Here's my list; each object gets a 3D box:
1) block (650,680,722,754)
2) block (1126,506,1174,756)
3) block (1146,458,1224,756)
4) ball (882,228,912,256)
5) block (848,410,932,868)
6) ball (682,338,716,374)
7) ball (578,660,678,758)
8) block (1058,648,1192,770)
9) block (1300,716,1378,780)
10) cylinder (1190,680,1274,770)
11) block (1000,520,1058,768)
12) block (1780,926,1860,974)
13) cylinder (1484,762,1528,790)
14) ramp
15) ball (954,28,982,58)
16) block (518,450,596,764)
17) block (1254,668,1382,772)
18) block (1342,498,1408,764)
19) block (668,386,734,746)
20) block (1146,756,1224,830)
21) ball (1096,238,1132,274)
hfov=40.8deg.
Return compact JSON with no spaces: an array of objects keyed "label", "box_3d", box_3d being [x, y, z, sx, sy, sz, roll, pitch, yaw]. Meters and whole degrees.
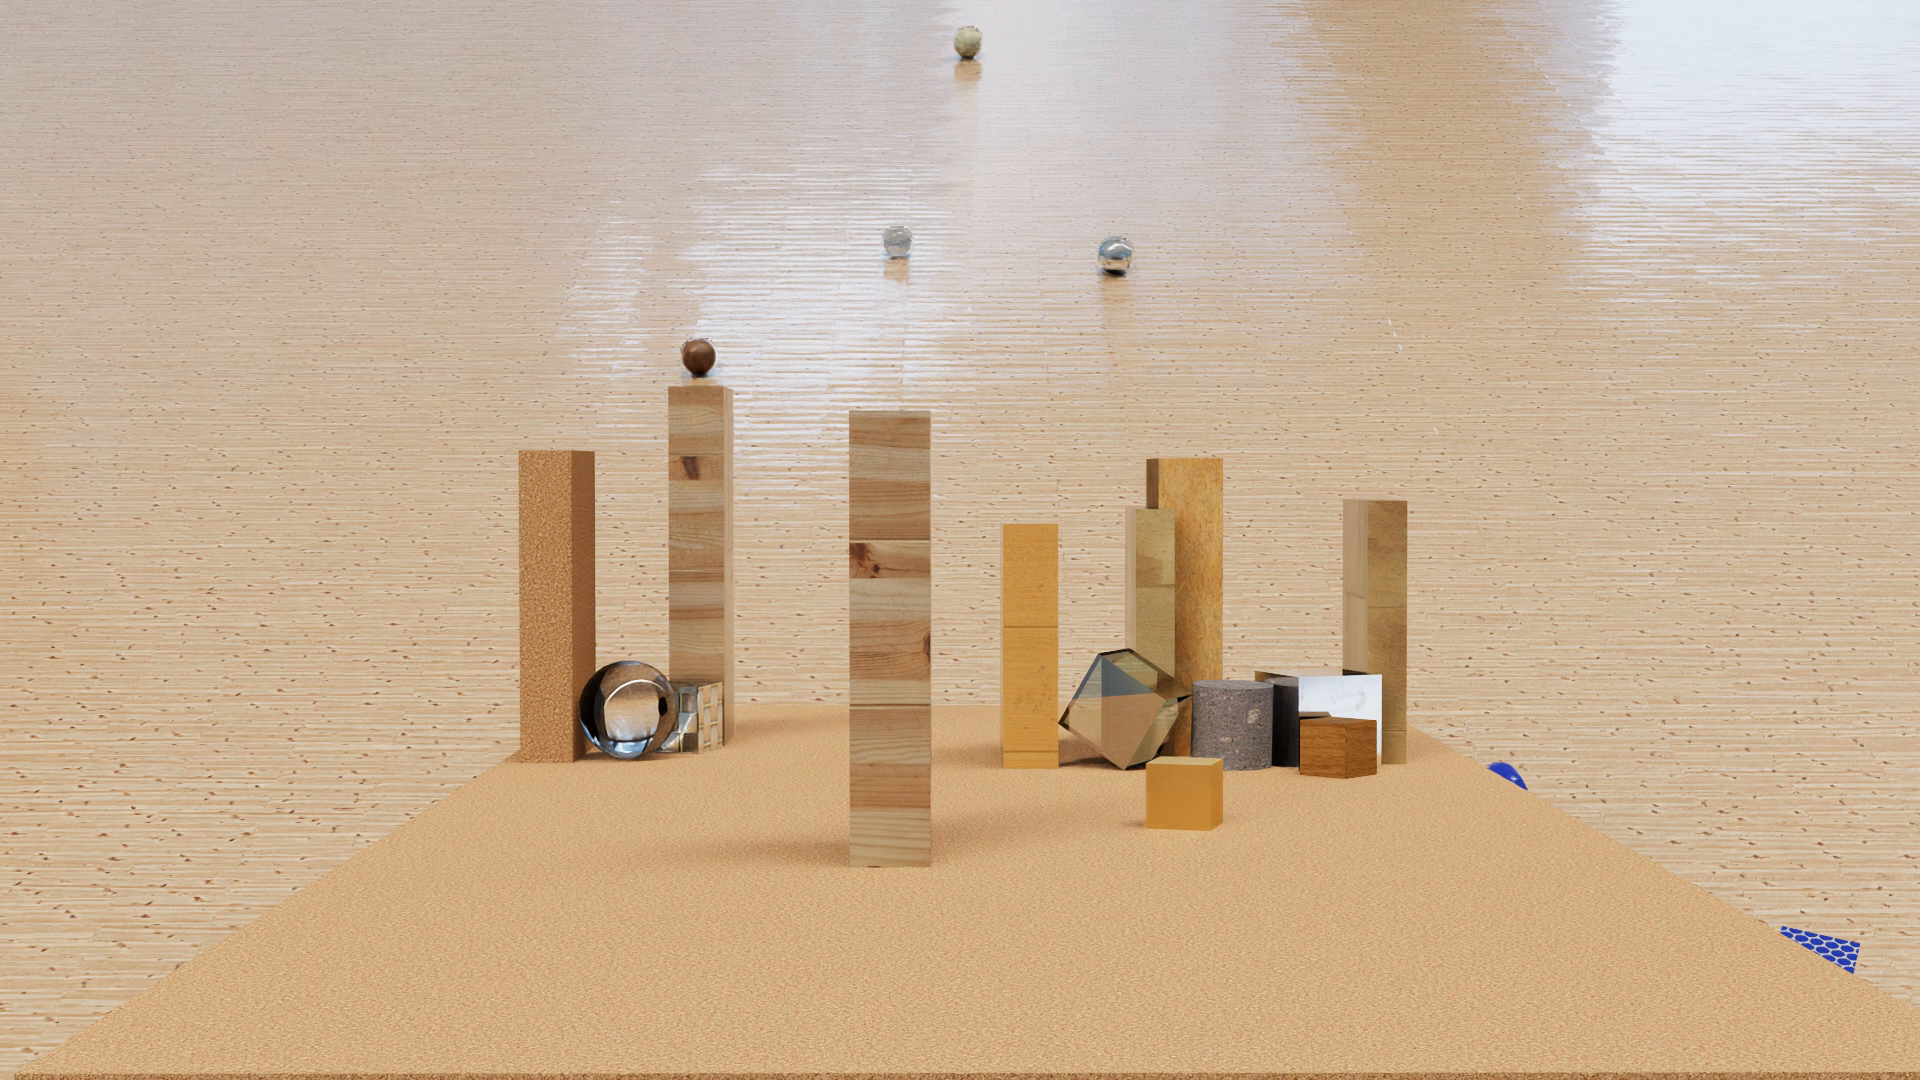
[{"label":"block","box_3d":[-0.600,0.378,5.514,0.142,0.142,0.142,0,2,15]},{"label":"block","box_3d":[0.401,0.191,5.460,0.080,0.518,0.329,0,2,0]},{"label":"block","box_3d":[0.481,0.136,5.554,0.134,0.623,0.353,0,2,0]},{"label":"ball","box_3d":[-0.242,-1.149,9.937,0.109,0.109,0.109,0,25,0]},{"label":"block","box_3d":[-0.106,0.146,4.003,0.122,0.688,0.254,0,2,0]},{"label":"ball","box_3d":[-0.895,-0.629,8.834,0.120,0.120,0.120,0,25,0]},{"label":"ball","box_3d":[-0.689,0.351,5.358,0.205,0.205,0.205,0,25,0]},{"label":"block","box_3d":[0.338,0.341,5.216,0.169,0.169,0.169,35,16,21]},{"label":"block","box_3d":[0.743,0.407,5.063,0.107,0.107,0.107,1,2,44]},{"label":"cylinder","box_3d":[0.549,0.372,5.203,0.163,0.163,0.163,1,4,0]},{"label":"block","box_3d":[0.141,0.208,5.332,0.110,0.491,0.351,0,2,0]},{"label":"block","box_3d":[1.806,0.948,5.478,0.162,0.162,0.162,11,28,22]},{"label":"cylinder","box_3d":[1.227,0.635,6.115,0.180,0.180,0.180,-10,27,-21]},{"label":"ramp","box_3d":[0.058,0.525,4.563,2.000,0.100,4.000,0,2,0]},{"label":"ball","box_3d":[0.039,-2.423,12.572,0.142,0.142,0.142,0,25,0]},{"label":"block","box_3d":[-0.846,0.132,5.432,0.107,0.639,0.342,0,2,0]},{"label":"block","box_3d":[0.725,0.362,5.232,0.187,0.187,0.187,-1,2,-21]},{"label":"block","box_3d":[0.867,0.184,5.400,0.080,0.536,0.335,0,2,0]},{"label":"block","box_3d":[-0.571,0.054,5.707,0.120,0.780,0.240,0,2,0]},{"label":"block","box_3d":[0.378,0.426,4.342,0.109,0.109,0.109,0,2,17]},{"label":"ball","box_3d":[0.585,-1.075,9.753,0.135,0.135,0.135,0,25,0]}]
